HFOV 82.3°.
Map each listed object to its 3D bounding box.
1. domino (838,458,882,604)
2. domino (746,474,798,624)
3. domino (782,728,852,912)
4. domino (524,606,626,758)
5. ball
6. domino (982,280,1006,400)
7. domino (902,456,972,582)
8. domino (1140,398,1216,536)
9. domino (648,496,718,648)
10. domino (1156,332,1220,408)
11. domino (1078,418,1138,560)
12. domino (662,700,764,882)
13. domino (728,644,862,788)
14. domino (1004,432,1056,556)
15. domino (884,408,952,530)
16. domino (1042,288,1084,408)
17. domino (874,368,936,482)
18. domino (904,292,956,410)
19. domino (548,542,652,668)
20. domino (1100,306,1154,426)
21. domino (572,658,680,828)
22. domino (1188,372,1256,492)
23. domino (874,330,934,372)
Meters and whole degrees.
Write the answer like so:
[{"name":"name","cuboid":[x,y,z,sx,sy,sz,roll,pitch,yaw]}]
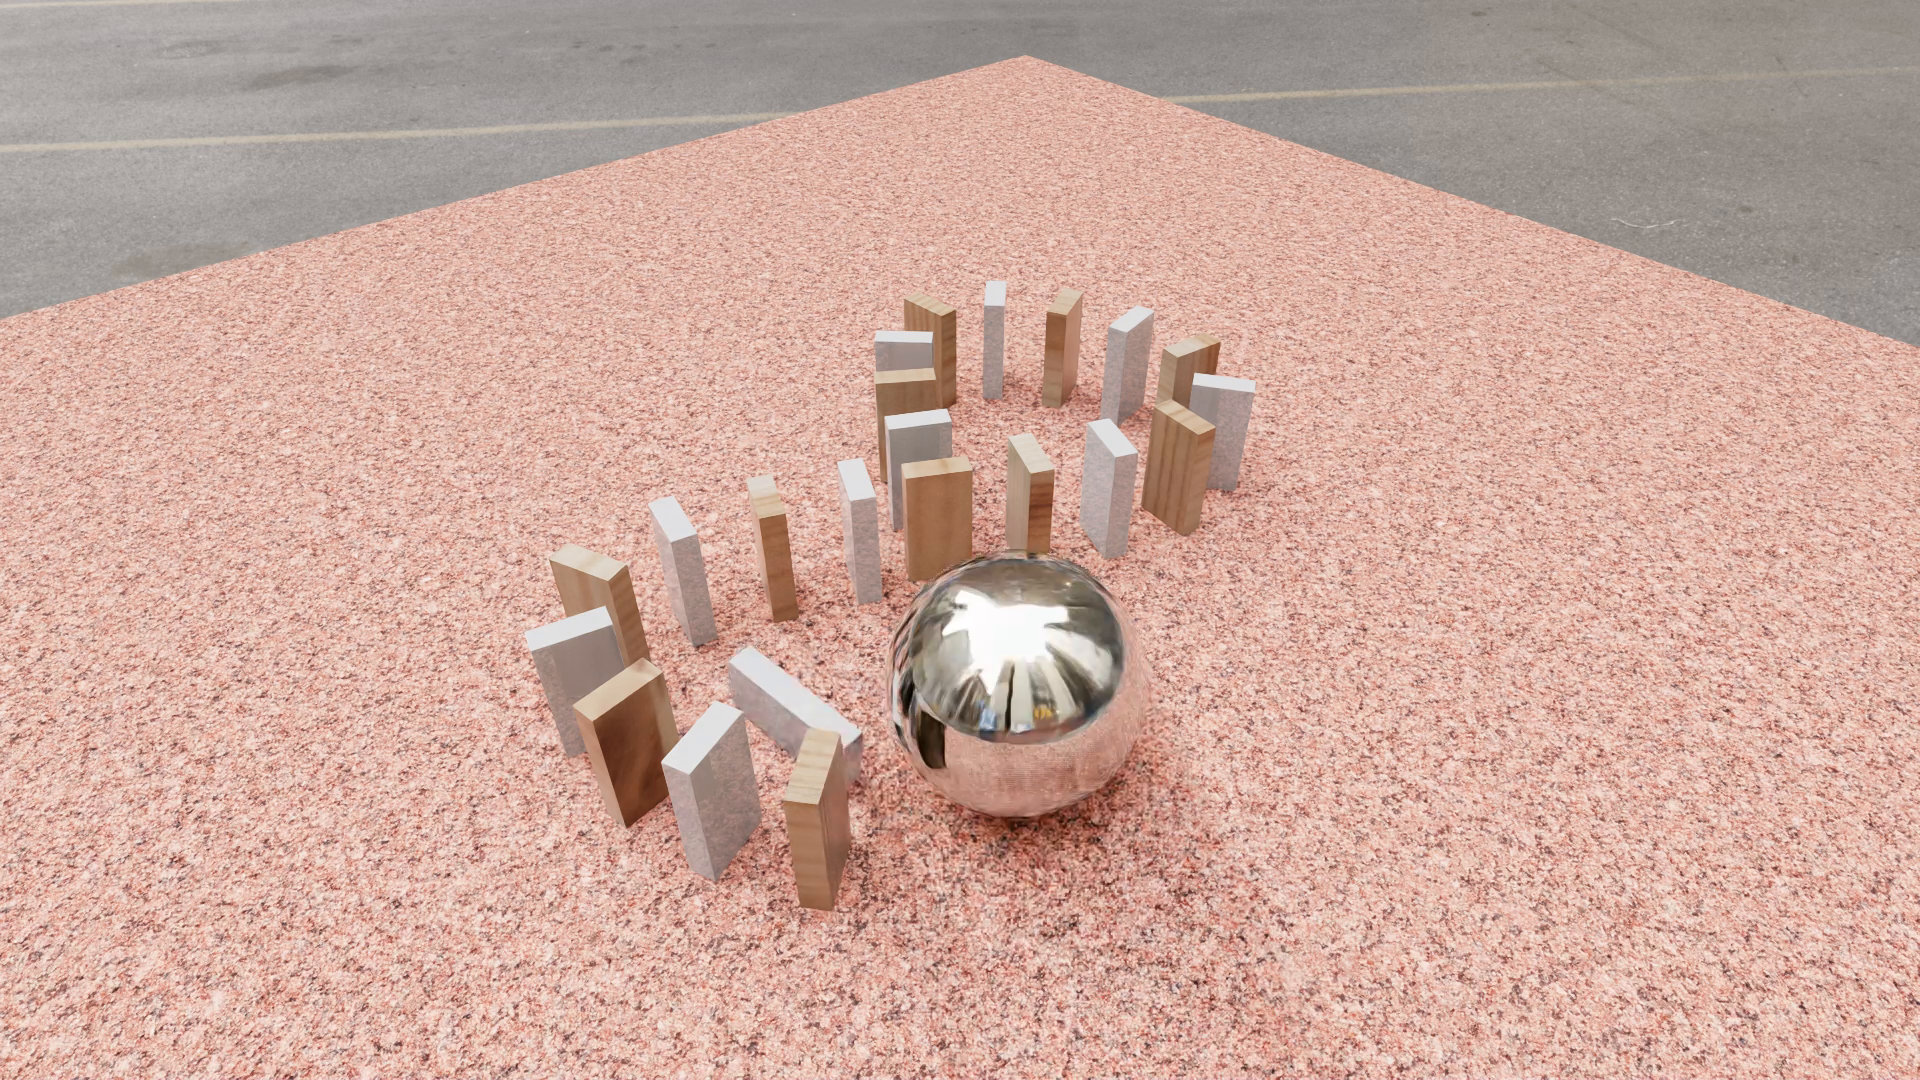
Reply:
[{"name":"domino","cuboid":[-0.038,-0.003,0.415,0.010,0.050,0.025,-10,40,-12]},{"name":"domino","cuboid":[-0.069,0.004,0.407,0.009,0.050,0.025,-12,41,-15]},{"name":"domino","cuboid":[-0.040,0.080,0.313,0.010,0.050,0.025,6,40,7]},{"name":"domino","cuboid":[-0.121,0.046,0.355,0.025,0.050,0.010,-19,43,-22]},{"name":"ball","cuboid":[0.017,0.043,0.335,0.080,0.080,0.080,0,39,0]},{"name":"domino","cuboid":[0.017,-0.096,0.528,0.009,0.050,0.025,2,39,3]},{"name":"domino","cuboid":[-0.009,-0.008,0.421,0.025,0.050,0.010,-8,40,-10]},{"name":"domino","cuboid":[0.088,-0.029,0.447,0.010,0.050,0.025,-24,45,-27]},{"name":"domino","cuboid":[-0.100,0.012,0.397,0.009,0.050,0.025,-20,43,-23]},{"name":"domino","cuboid":[0.100,-0.065,0.491,0.025,0.050,0.010,-22,44,-25]},{"name":"domino","cuboid":[0.058,-0.020,0.436,0.009,0.050,0.025,-13,41,-15]},{"name":"domino","cuboid":[-0.071,0.074,0.321,0.009,0.050,0.025,17,42,20]},{"name":"domino","cuboid":[-0.053,0.058,0.355,0.050,0.025,0.009,33,52,23]},{"name":"domino","cuboid":[0.027,-0.013,0.428,0.009,0.050,0.025,-11,41,-13]},{"name":"domino","cuboid":[-0.016,-0.028,0.446,0.025,0.050,0.009,-9,40,-10]},{"name":"domino","cuboid":[0.049,-0.091,0.522,0.009,0.050,0.025,15,42,17]},{"name":"domino","cuboid":[-0.023,-0.049,0.471,0.025,0.050,0.009,-5,40,-6]},{"name":"domino","cuboid":[-0.014,-0.089,0.520,0.025,0.050,0.010,32,49,33]},{"name":"domino","cuboid":[-0.123,0.026,0.379,0.025,0.050,0.010,17,42,20]},{"name":"domino","cuboid":[0.077,-0.080,0.509,0.009,0.050,0.025,25,46,28]},{"name":"domino","cuboid":[-0.099,0.062,0.335,0.009,0.050,0.025,27,47,29]},{"name":"domino","cuboid":[0.108,-0.045,0.467,0.025,0.050,0.009,9,40,11]},{"name":"domino","cuboid":[-0.024,-0.070,0.496,0.025,0.050,0.009,2,39,2]}]
